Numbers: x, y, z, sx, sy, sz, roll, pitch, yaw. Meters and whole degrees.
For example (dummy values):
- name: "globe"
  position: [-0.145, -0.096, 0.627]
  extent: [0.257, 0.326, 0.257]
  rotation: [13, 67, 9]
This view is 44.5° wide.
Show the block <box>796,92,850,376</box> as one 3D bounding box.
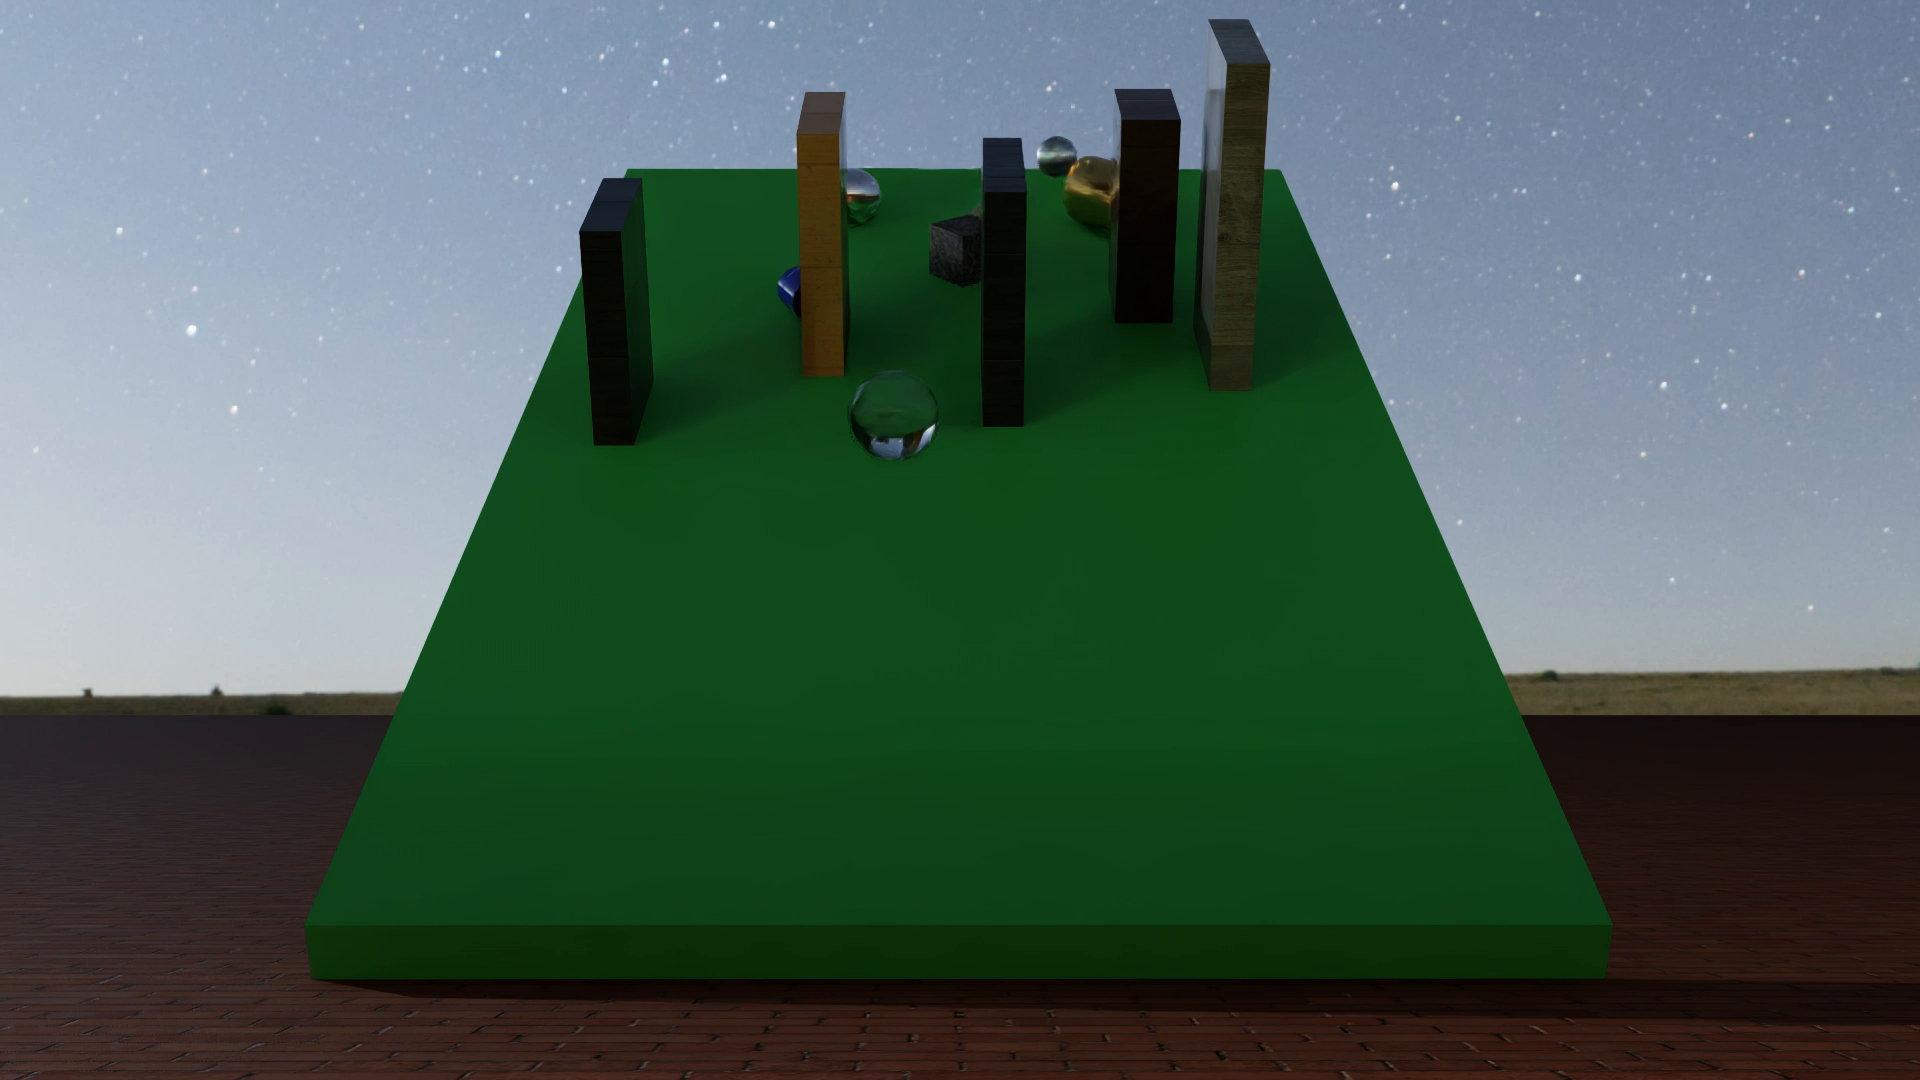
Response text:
- name: "block"
  position: [-0.327, -0.741, 5.677]
  extent: [0.098, 0.596, 0.371]
  rotation: [0, 26, 0]

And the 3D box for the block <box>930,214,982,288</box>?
- name: "block"
  position: [0.016, -0.773, 6.273]
  extent: [0.141, 0.141, 0.141]
  rotation: [-19, 32, -35]

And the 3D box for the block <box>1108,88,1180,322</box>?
- name: "block"
  position: [0.467, -0.854, 5.996]
  extent: [0.145, 0.528, 0.293]
  rotation: [0, 26, 0]

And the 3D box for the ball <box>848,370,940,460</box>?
- name: "ball"
  position: [-0.145, -0.274, 5.163]
  extent: [0.198, 0.198, 0.198]
  rotation: [0, -4, 0]

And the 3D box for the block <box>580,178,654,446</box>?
- name: "block"
  position: [-0.775, -0.521, 5.326]
  extent: [0.089, 0.500, 0.389]
  rotation: [0, 26, 0]

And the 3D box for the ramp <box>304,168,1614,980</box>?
- name: "ramp"
  position: [-0.009, -0.229, 5.415]
  extent: [2.000, 0.100, 4.000]
  rotation: [0, 26, 0]

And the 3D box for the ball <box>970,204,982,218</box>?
- name: "ball"
  position: [0.085, -0.863, 6.468]
  extent: [0.136, 0.136, 0.136]
  rotation: [0, -4, 0]

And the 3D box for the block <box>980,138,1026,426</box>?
- name: "block"
  position: [0.098, -0.601, 5.434]
  extent: [0.092, 0.554, 0.427]
  rotation: [0, 26, 0]

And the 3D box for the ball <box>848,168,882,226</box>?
- name: "ball"
  position: [-0.306, -0.972, 6.659]
  extent: [0.165, 0.165, 0.165]
  rotation: [0, -4, 0]

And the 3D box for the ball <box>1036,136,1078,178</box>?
- name: "ball"
  position: [0.269, -1.063, 6.520]
  extent: [0.114, 0.114, 0.114]
  rotation: [0, -4, 0]

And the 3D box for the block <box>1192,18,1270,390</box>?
- name: "block"
  position: [0.640, -0.799, 5.587]
  extent: [0.097, 0.783, 0.429]
  rotation: [0, 26, 0]

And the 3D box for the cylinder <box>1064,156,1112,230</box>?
- name: "cylinder"
  position: [0.425, -0.976, 6.646]
  extent: [0.189, 0.189, 0.189]
  rotation: [22, 11, 38]
